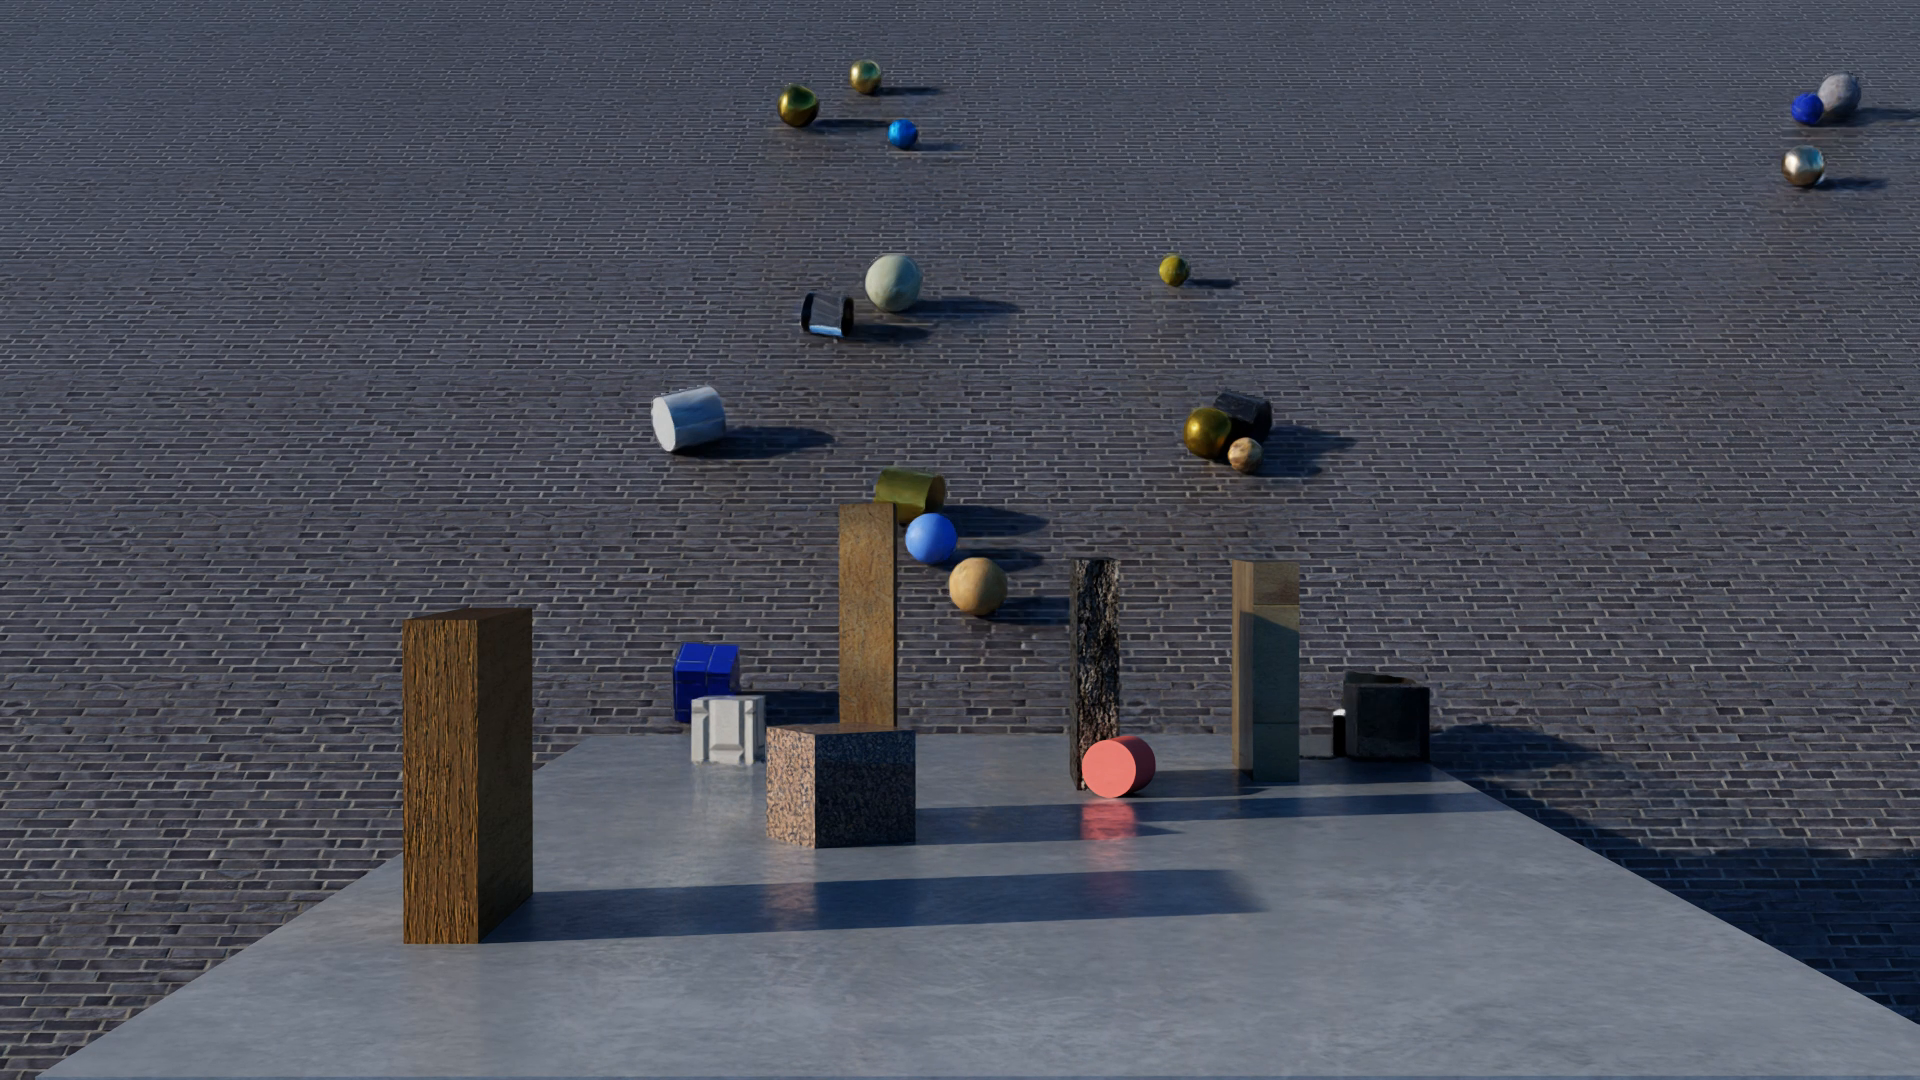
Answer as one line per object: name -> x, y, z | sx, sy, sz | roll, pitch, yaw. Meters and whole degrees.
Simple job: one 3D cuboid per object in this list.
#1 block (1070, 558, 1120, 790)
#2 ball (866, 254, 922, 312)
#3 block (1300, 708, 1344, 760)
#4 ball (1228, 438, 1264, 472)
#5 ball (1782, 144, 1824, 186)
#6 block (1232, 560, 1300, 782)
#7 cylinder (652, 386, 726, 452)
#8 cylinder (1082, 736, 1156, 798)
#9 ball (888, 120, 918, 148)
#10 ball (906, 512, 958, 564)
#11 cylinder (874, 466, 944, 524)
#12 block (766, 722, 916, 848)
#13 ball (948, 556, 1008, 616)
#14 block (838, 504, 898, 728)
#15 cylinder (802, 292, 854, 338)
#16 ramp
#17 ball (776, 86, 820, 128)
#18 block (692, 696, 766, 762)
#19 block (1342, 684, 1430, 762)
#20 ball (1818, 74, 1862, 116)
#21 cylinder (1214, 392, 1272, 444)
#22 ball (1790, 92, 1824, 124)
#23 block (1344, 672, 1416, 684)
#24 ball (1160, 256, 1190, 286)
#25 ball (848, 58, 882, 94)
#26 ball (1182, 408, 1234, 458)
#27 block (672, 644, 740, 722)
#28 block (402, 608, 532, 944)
block -> 0.283, 0.275, 5.466 | 0.086, 0.472, 0.354 | 0, 1, 0
ball -> -0.237, -0.917, 9.224 | 0.203, 0.203, 0.203 | 0, 28, 0
block -> 0.825, 0.450, 6.018 | 0.110, 0.110, 0.110 | 0, 1, 26
ball -> 0.897, -0.267, 8.109 | 0.111, 0.111, 0.111 | 0, 28, 0
ball -> 3.377, -1.500, 10.350 | 0.165, 0.165, 0.165 | 0, 28, 0
block -> 0.668, 0.277, 5.674 | 0.098, 0.463, 0.419 | 0, 1, 0
cylinder -> -0.866, -0.387, 8.262 | 0.177, 0.177, 0.177 | -15, 32, -26
cylinder -> 0.321, 0.457, 5.215 | 0.115, 0.115, 0.115 | 14, 6, 24
ball -> -0.239, -1.689, 10.750 | 0.120, 0.120, 0.120 | 0, 28, 0
ball -> -0.084, -0.004, 7.576 | 0.151, 0.151, 0.151 | 0, 28, 0
cylinder -> -0.152, -0.128, 7.795 | 0.163, 0.163, 0.163 | 11, 30, 19
block -> -0.209, 0.425, 4.510 | 0.194, 0.194, 0.194 | 0, 1, -29
ball -> 0.051, 0.130, 7.309 | 0.168, 0.168, 0.168 | 0, 28, 0
block -> -0.168, 0.226, 4.789 | 0.098, 0.585, 0.299 | 0, 1, 0
cylinder -> -0.462, -0.790, 9.050 | 0.143, 0.143, 0.143 | 9, 29, 16
ramp -> 0.064, 0.571, 4.612 | 2.000, 0.100, 4.000 | 0, 1, 0
ball -> -0.688, -1.841, 10.971 | 0.179, 0.179, 0.179 | 0, 28, 0
block -> -0.532, 0.436, 5.966 | 0.142, 0.142, 0.142 | 0, 1, 8
block -> 0.986, 0.422, 5.988 | 0.168, 0.168, 0.168 | 0, 1, -3
ball -> 3.785, -1.918, 11.116 | 0.177, 0.177, 0.177 | 0, 28, 0
cylinder -> 0.903, -0.388, 8.297 | 0.147, 0.147, 0.147 | 17, 32, 29
ball -> 3.613, -1.840, 11.018 | 0.133, 0.133, 0.133 | 0, 28, 0
block -> 1.073, 0.425, 6.643 | 0.152, 0.152, 0.152 | 6, -4, 22
ball -> 0.784, -0.985, 9.448 | 0.111, 0.111, 0.111 | 0, 28, 0
ball -> -0.417, -2.040, 11.373 | 0.151, 0.151, 0.151 | 0, 28, 0
ball -> 0.788, -0.339, 8.189 | 0.163, 0.163, 0.163 | 0, 28, 0
block -> -0.671, 0.380, 6.855 | 0.151, 0.151, 0.151 | 2, 26, 4
block -> -0.687, 0.317, 3.634 | 0.099, 0.428, 0.442 | 0, 1, 0
